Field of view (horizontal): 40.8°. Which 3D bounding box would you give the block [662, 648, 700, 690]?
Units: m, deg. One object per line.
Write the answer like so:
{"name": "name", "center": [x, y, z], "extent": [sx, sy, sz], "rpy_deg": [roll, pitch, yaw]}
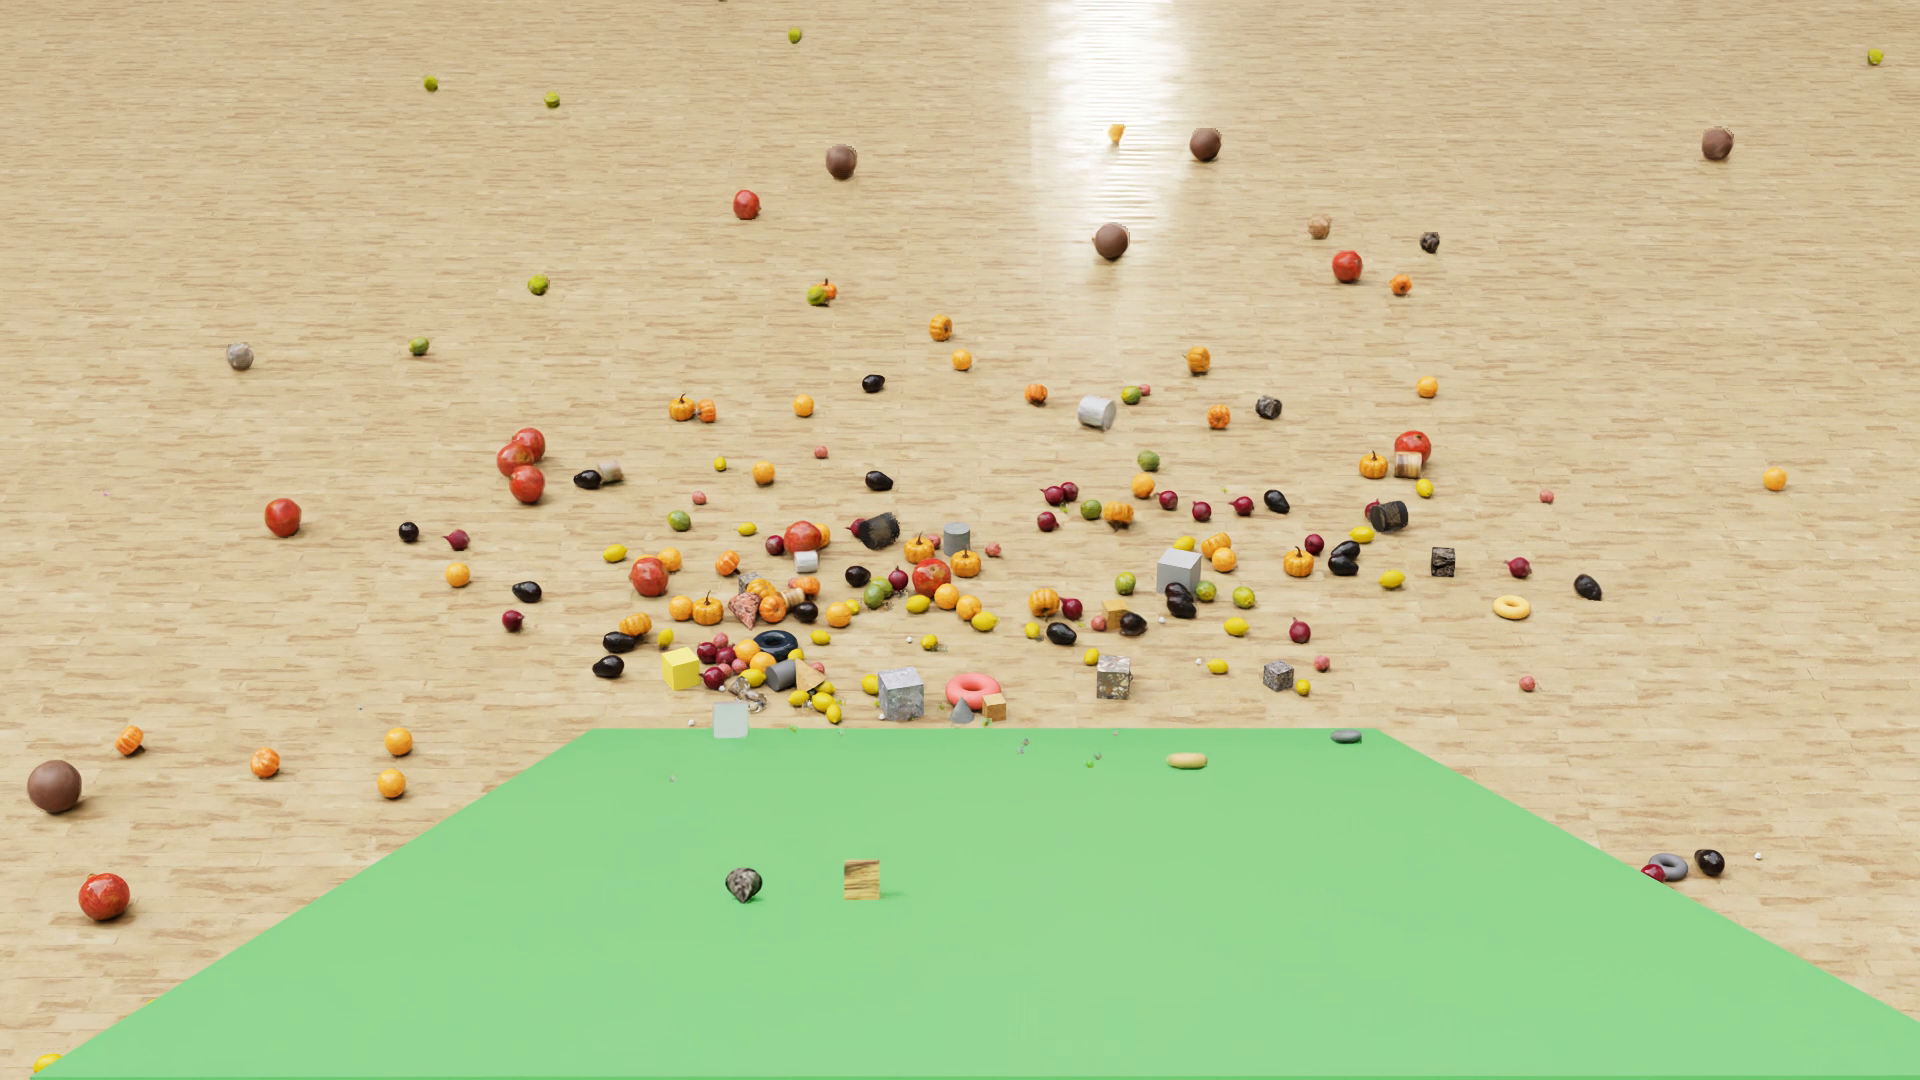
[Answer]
{"name": "block", "center": [-0.752, 0.348, 6.963], "extent": [0.077, 0.077, 0.077], "rpy_deg": [-14, 31, -25]}

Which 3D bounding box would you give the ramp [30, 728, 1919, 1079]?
{"name": "ramp", "center": [0.062, 0.560, 4.599], "extent": [2.000, 0.100, 4.000], "rpy_deg": [0, 1, 0]}

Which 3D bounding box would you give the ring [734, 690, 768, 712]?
{"name": "ring", "center": [-0.555, 0.429, 6.860], "extent": [0.087, 0.029, 0.087], "rpy_deg": [1, 28, -1]}

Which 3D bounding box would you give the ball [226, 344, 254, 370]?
{"name": "ball", "center": [-2.456, -0.625, 8.809], "extent": [0.092, 0.092, 0.092], "rpy_deg": [0, 28, 0]}

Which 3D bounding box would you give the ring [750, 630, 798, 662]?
{"name": "ring", "center": [-0.510, 0.291, 7.109], "extent": [0.131, 0.044, 0.131], "rpy_deg": [-1, 28, 1]}

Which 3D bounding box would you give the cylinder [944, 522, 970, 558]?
{"name": "cylinder", "center": [-0.009, 0.000, 7.628], "extent": [0.078, 0.078, 0.078], "rpy_deg": [0, 28, 0]}

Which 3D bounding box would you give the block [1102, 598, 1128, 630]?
{"name": "block", "center": [0.435, 0.208, 7.248], "extent": [0.060, 0.060, 0.060], "rpy_deg": [-6, 28, -12]}

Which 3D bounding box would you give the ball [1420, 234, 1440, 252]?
{"name": "ball", "center": [1.781, -1.127, 9.793], "extent": [0.071, 0.071, 0.071], "rpy_deg": [0, 28, 0]}

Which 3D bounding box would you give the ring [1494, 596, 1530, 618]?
{"name": "ring", "center": [1.563, 0.190, 7.311], "extent": [0.105, 0.035, 0.105], "rpy_deg": [1, 27, 0]}

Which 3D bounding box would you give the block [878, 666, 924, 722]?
{"name": "block", "center": [-0.156, 0.406, 6.828], "extent": [0.098, 0.098, 0.098], "rpy_deg": [-8, 29, -15]}

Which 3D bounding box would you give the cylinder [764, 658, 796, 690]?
{"name": "cylinder", "center": [-0.477, 0.362, 6.944], "extent": [0.069, 0.069, 0.069], "rpy_deg": [-22, 34, -32]}

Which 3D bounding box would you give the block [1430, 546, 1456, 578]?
{"name": "block", "center": [1.406, 0.065, 7.519], "extent": [0.064, 0.064, 0.064], "rpy_deg": [3, 28, 5]}

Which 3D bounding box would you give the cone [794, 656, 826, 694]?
{"name": "cone", "center": [-0.419, 0.349, 6.909], "extent": [0.091, 0.091, 0.091], "rpy_deg": [-29, 11, 6]}

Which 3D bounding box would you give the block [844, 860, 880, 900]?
{"name": "block", "center": [-0.143, 0.497, 3.783], "extent": [0.051, 0.051, 0.051], "rpy_deg": [0, 1, 0]}

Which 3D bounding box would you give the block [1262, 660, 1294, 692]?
{"name": "block", "center": [0.857, 0.366, 6.950], "extent": [0.058, 0.058, 0.058], "rpy_deg": [-17, 32, -29]}

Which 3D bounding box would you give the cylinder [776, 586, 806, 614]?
{"name": "cylinder", "center": [-0.479, 0.169, 7.320], "extent": [0.063, 0.063, 0.063], "rpy_deg": [-15, 31, -26]}

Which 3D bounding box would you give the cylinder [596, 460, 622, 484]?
{"name": "cylinder", "center": [-1.091, -0.212, 8.047], "extent": [0.065, 0.065, 0.065], "rpy_deg": [-10, 29, -19]}

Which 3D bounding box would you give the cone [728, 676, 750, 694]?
{"name": "cone", "center": [-0.604, 0.398, 6.923], "extent": [0.057, 0.057, 0.057], "rpy_deg": [-15, 17, 34]}

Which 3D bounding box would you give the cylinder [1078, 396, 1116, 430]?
{"name": "cylinder", "center": [0.444, -0.414, 8.404], "extent": [0.092, 0.092, 0.092], "rpy_deg": [17, 32, 29]}

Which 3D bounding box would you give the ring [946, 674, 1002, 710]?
{"name": "ring", "center": [0.035, 0.403, 6.887], "extent": [0.150, 0.050, 0.150], "rpy_deg": [0, 26, 0]}

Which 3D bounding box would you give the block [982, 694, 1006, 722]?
{"name": "block", "center": [0.090, 0.442, 6.809], "extent": [0.052, 0.052, 0.052], "rpy_deg": [-7, 28, -13]}

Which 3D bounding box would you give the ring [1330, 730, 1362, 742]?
{"name": "ring", "center": [0.930, 0.473, 6.228], "extent": [0.078, 0.026, 0.078], "rpy_deg": [-1, 2, 0]}

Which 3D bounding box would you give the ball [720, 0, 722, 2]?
{"name": "ball", "center": [-1.187, -2.719, 12.827], "extent": [0.084, 0.084, 0.084], "rpy_deg": [0, 28, 0]}

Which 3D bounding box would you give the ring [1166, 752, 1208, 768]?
{"name": "ring", "center": [0.494, 0.481, 5.626], "extent": [0.089, 0.030, 0.089], "rpy_deg": [1, 0, 0]}

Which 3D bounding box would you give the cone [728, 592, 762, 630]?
{"name": "cone", "center": [-0.595, 0.216, 7.251], "extent": [0.099, 0.099, 0.099], "rpy_deg": [-7, 55, -13]}

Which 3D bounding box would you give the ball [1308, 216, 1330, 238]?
{"name": "ball", "center": [1.380, -1.205, 9.923], "extent": [0.088, 0.088, 0.088], "rpy_deg": [0, 28, 0]}

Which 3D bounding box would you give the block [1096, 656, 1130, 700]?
{"name": "block", "center": [0.411, 0.368, 6.915], "extent": [0.084, 0.084, 0.084], "rpy_deg": [3, 28, 5]}

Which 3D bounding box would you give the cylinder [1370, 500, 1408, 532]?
{"name": "cylinder", "center": [1.290, -0.071, 7.759], "extent": [0.083, 0.083, 0.083], "rpy_deg": [-11, 30, -21]}

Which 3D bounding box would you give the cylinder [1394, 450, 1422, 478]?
{"name": "cylinder", "center": [1.401, -0.237, 8.081], "extent": [0.079, 0.079, 0.079], "rpy_deg": [4, 28, 8]}

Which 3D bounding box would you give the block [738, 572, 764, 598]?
{"name": "block", "center": [-0.597, 0.133, 7.395], "extent": [0.057, 0.057, 0.057], "rpy_deg": [-13, 30, -23]}

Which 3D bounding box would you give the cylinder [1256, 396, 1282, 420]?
{"name": "cylinder", "center": [1.013, -0.434, 8.475], "extent": [0.062, 0.062, 0.062], "rpy_deg": [22, 35, 36]}

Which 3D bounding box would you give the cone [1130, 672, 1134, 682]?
{"name": "cone", "center": [0.437, 0.343, 6.984], "extent": [0.065, 0.065, 0.065], "rpy_deg": [0, 28, 0]}

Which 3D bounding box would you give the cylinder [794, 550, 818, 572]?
{"name": "cylinder", "center": [-0.449, 0.062, 7.528], "extent": [0.060, 0.060, 0.060], "rpy_deg": [-4, 28, -13]}

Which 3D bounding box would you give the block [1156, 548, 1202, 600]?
{"name": "block", "center": [0.629, 0.096, 7.420], "extent": [0.100, 0.100, 0.100], "rpy_deg": [11, 30, 21]}

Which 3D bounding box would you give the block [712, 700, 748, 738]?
{"name": "block", "center": [-0.571, 0.443, 6.393], "extent": [0.083, 0.083, 0.083], "rpy_deg": [0, 1, -10]}

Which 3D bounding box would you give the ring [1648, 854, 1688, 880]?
{"name": "ring", "center": [1.695, 0.782, 6.182], "extent": [0.094, 0.031, 0.094], "rpy_deg": [0, 26, 0]}

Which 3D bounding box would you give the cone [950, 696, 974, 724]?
{"name": "cone", "center": [0.005, 0.438, 6.801], "extent": [0.067, 0.067, 0.067], "rpy_deg": [0, 28, 0]}
